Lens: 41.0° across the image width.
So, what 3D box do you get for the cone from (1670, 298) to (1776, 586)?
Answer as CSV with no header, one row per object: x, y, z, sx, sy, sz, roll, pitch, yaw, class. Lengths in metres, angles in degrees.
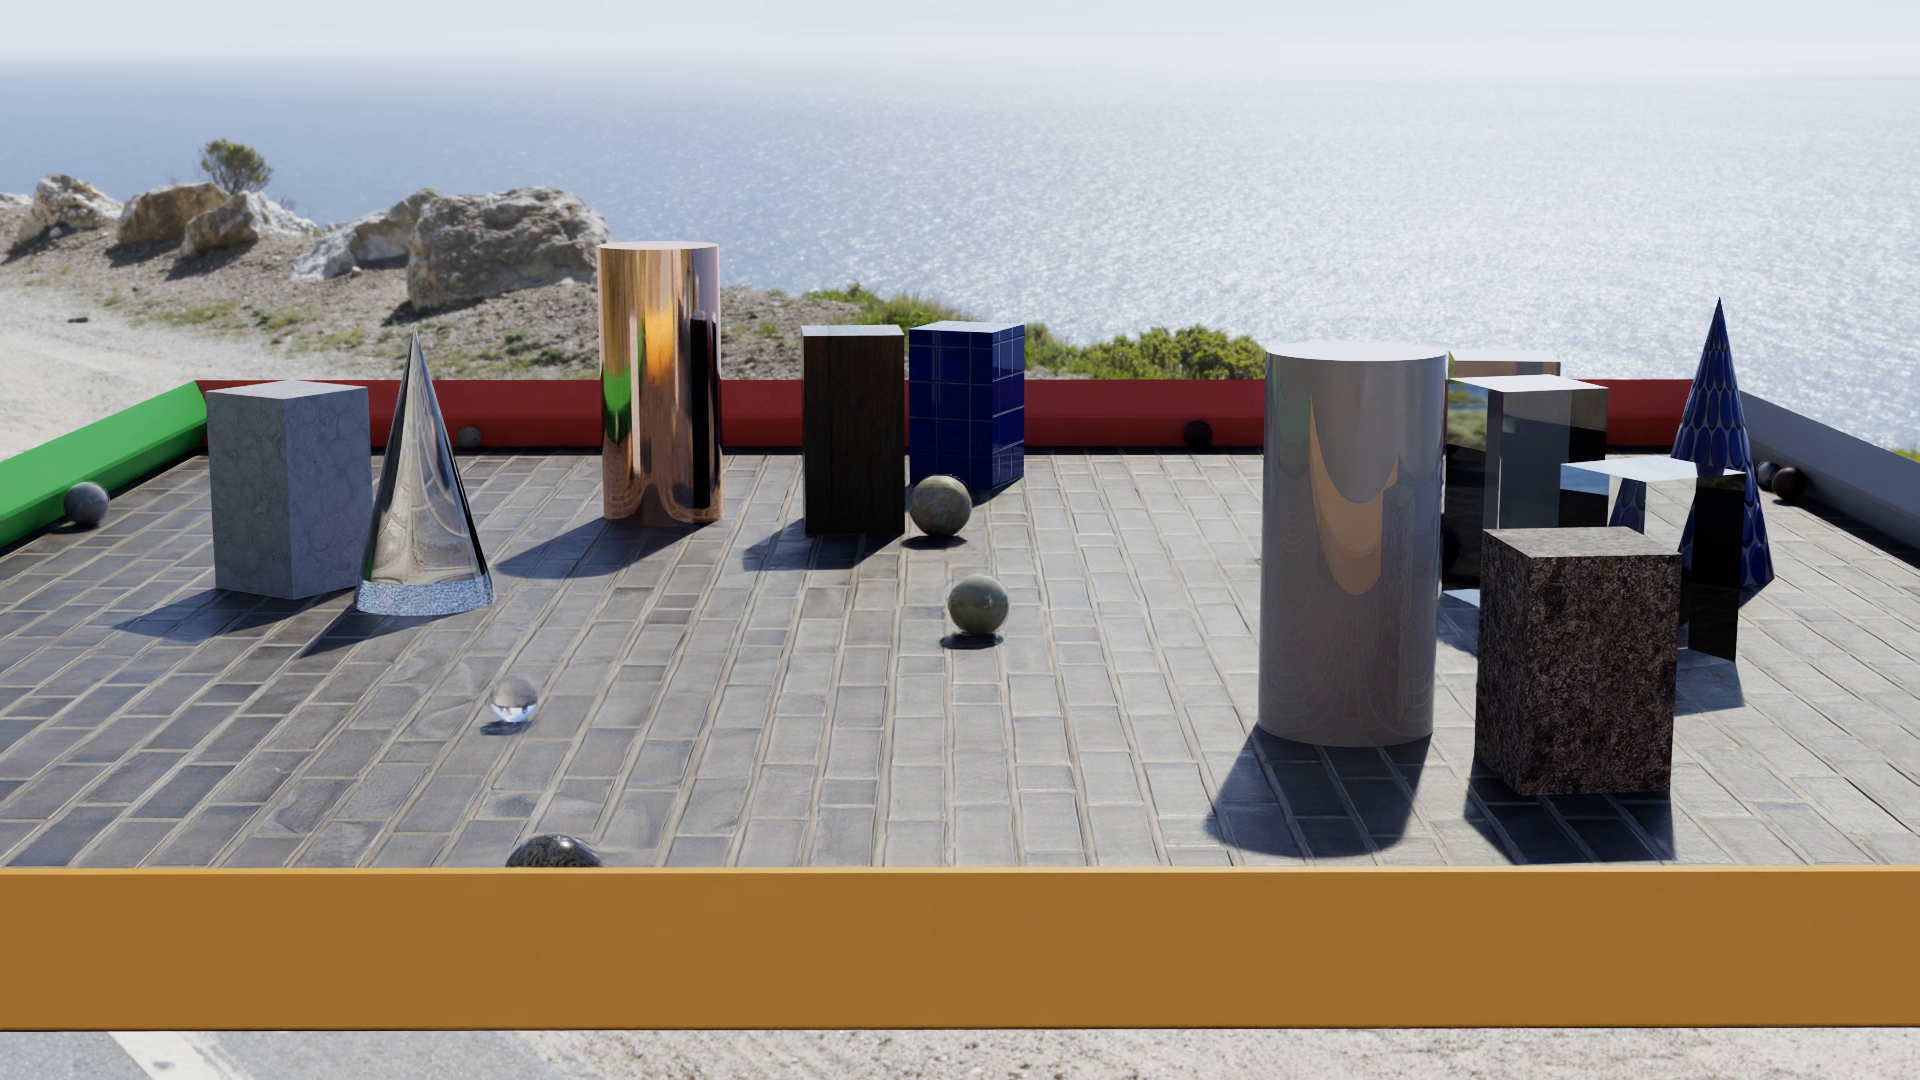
1.080,-0.150,3.682,0.195,0.404,0.195,0,11,0,cone

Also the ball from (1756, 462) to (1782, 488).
1.411,-0.114,4.470,0.044,0.044,0.044,0,11,0,ball

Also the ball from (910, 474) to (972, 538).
-0.031,-0.053,3.994,0.098,0.098,0.098,0,11,0,ball

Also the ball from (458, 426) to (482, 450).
-0.935,-0.195,4.898,0.047,0.047,0.047,0,11,0,ball

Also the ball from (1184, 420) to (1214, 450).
0.456,-0.200,4.902,0.056,0.056,0.056,0,11,0,ball

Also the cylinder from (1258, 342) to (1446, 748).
0.430,0.000,2.829,0.195,0.419,0.195,0,11,0,cylinder

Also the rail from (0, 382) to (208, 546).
-1.440,0.034,3.441,0.045,0.127,3.052,0,11,0,rail

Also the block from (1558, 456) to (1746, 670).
0.852,0.028,3.179,0.156,0.236,0.156,-5,12,-26,block

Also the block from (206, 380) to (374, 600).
-0.941,-0.074,3.614,0.156,0.278,0.156,7,12,32,block

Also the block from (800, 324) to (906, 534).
-0.171,-0.178,4.079,0.156,0.312,0.156,-1,11,-5,block

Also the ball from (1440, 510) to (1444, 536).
0.729,-0.026,3.981,0.050,0.050,0.050,0,11,0,ball

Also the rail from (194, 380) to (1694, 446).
-0.009,-0.241,4.926,2.927,0.127,0.045,0,11,0,rail

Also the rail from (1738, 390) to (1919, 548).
1.440,0.031,3.457,0.045,0.127,3.052,0,11,0,rail

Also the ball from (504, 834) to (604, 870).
-0.342,0.292,2.158,0.090,0.090,0.090,0,11,0,ball

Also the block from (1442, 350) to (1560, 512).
0.834,-0.143,3.961,0.156,0.286,0.156,1,11,7,block

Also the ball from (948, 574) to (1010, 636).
0.024,0.083,3.311,0.079,0.079,0.079,0,11,0,ball

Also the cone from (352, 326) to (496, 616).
-0.736,-0.104,3.493,0.195,0.382,0.195,0,11,0,cone

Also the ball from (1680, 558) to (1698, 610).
0.953,0.058,3.452,0.077,0.077,0.077,0,11,0,ball

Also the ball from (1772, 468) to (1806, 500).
1.402,-0.095,4.337,0.055,0.055,0.055,0,11,0,ball

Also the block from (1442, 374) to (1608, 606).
0.771,-0.066,3.513,0.156,0.299,0.156,-3,11,-16,block

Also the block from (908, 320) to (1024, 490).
0.013,-0.240,4.522,0.156,0.273,0.156,4,11,21,block

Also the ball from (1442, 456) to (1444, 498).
0.835,-0.106,4.318,0.084,0.084,0.084,0,11,0,ball

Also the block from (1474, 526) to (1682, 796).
0.635,0.122,2.651,0.156,0.245,0.156,-1,11,-6,block

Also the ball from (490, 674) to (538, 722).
-0.499,0.178,2.872,0.054,0.054,0.054,0,11,0,ball

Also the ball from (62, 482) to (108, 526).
-1.397,-0.058,4.099,0.069,0.069,0.069,0,11,0,ball

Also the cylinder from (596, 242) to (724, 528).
-0.483,-0.255,4.143,0.195,0.441,0.195,0,11,0,cylinder

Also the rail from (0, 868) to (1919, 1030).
0.009,0.307,1.972,2.927,0.127,0.045,0,11,0,rail
